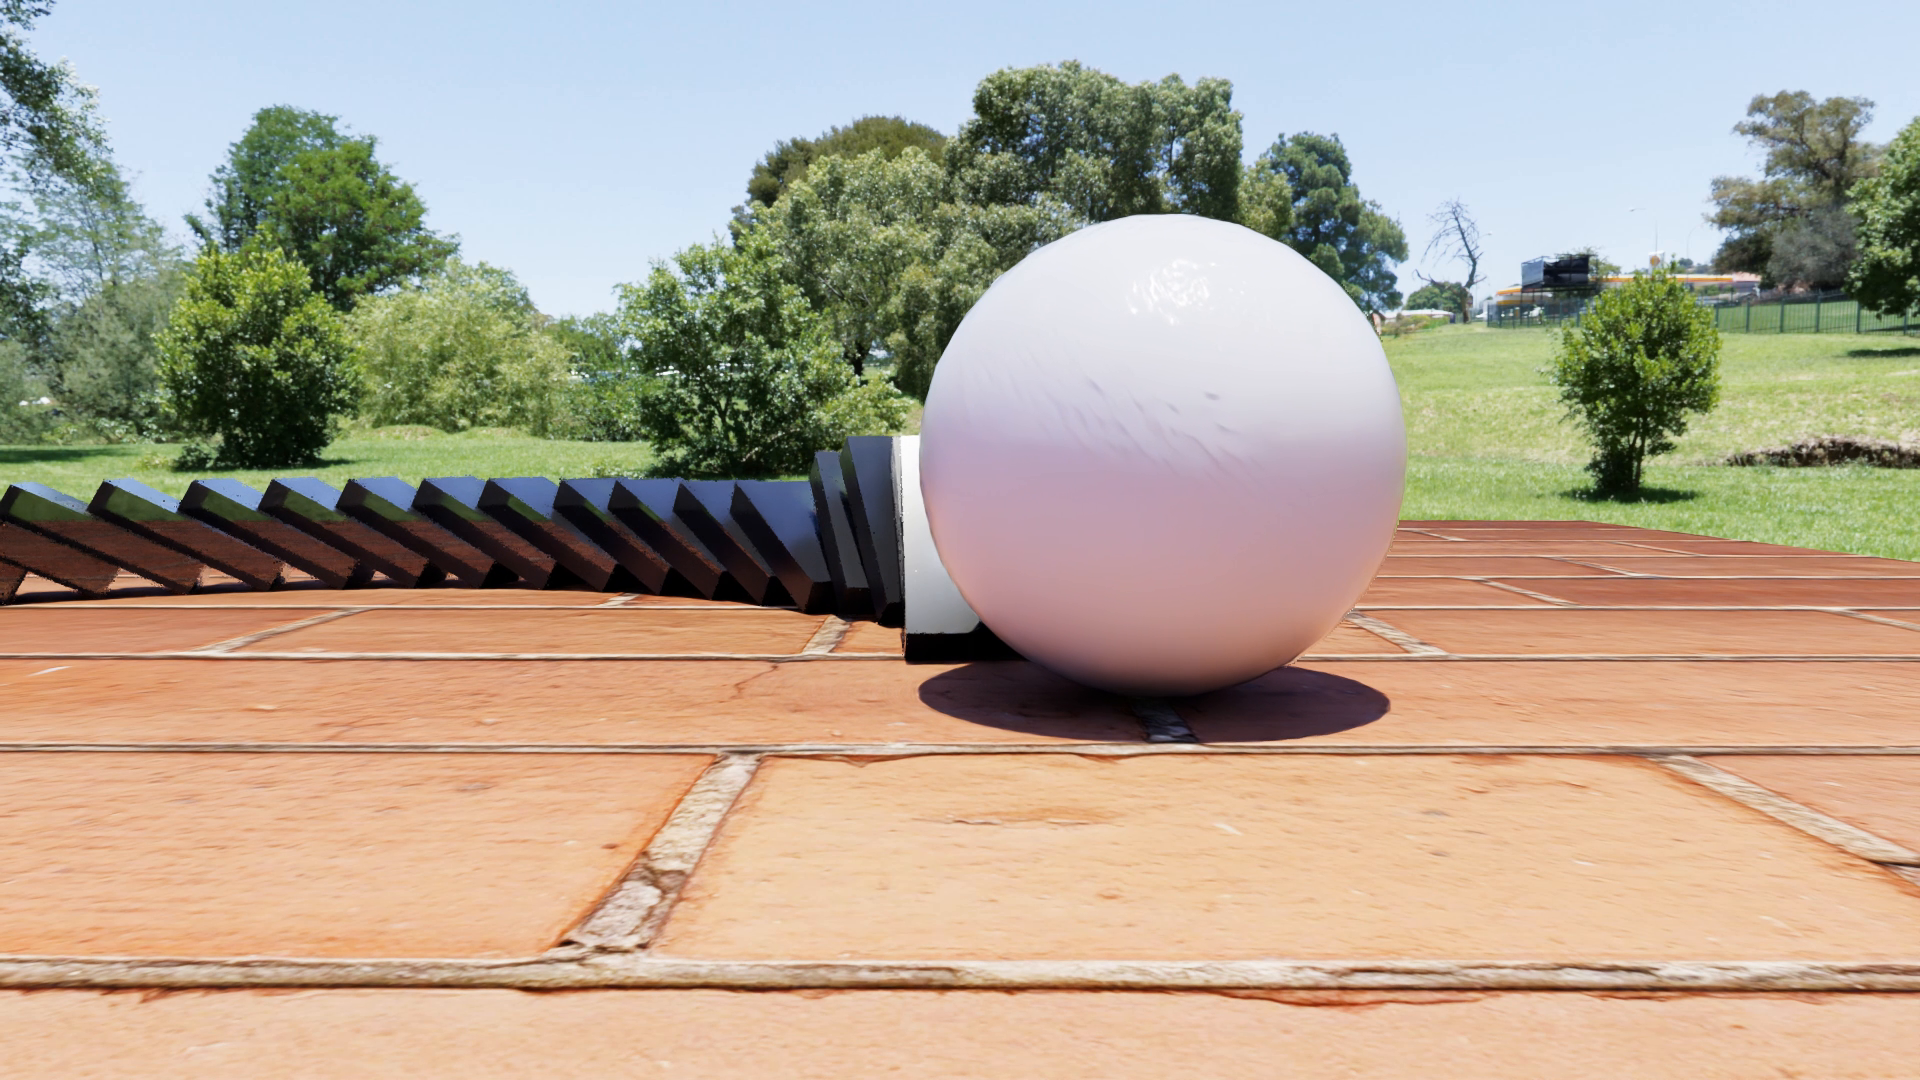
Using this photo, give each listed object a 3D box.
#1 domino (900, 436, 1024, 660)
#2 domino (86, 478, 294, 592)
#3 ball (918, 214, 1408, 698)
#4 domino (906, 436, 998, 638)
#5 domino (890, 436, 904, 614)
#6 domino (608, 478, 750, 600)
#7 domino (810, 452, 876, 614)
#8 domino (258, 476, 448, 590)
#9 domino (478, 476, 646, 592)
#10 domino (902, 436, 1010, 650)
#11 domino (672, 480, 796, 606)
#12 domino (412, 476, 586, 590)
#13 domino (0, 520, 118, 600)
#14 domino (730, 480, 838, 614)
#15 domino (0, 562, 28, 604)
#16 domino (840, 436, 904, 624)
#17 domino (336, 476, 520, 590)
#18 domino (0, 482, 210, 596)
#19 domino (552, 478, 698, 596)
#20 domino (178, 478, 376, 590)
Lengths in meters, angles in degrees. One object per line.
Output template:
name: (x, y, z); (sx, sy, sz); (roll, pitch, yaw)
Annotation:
domino: (0.001, 0.001, 0.266); (0.025, 0.050, 0.009); (0, -36, -4)
domino: (-0.221, -0.002, 0.373); (0.050, 0.009, 0.025); (29, -5, -18)
ball: (0.033, -0.014, 0.216); (0.080, 0.080, 0.080); (0, 4, 0)
domino: (0.001, -0.001, 0.291); (0.025, 0.050, 0.009); (0, -36, -4)
domino: (-0.002, -0.002, 0.304); (0.025, 0.050, 0.009); (-1, -36, -8)
domino: (-0.076, -0.001, 0.369); (0.050, 0.009, 0.025); (36, 24, 29)
domino: (-0.022, -0.002, 0.330); (0.025, 0.009, 0.050); (1, 44, -20)
domino: (-0.180, -0.003, 0.386); (0.050, 0.010, 0.025); (29, 3, -3)
domino: (-0.116, -0.002, 0.384); (0.050, 0.009, 0.025); (31, 14, 16)
domino: (0.000, 0.000, 0.278); (0.025, 0.050, 0.009); (0, -36, -4)
domino: (-0.056, 0.000, 0.357); (0.025, 0.010, 0.050); (-4, 34, -43)
domino: (-0.137, -0.003, 0.388); (0.050, 0.009, 0.025); (30, 11, 11)
domino: (-0.258, 0.000, 0.349); (0.050, 0.009, 0.025); (30, -12, -30)
domino: (-0.040, 0.001, 0.343); (0.025, 0.009, 0.050); (-3, 33, -34)
domino: (-0.274, 0.001, 0.334); (0.050, 0.009, 0.025); (32, -17, -35)
domino: (-0.012, -0.003, 0.316); (0.025, 0.050, 0.009); (-2, -35, -22)
domino: (-0.159, -0.003, 0.389); (0.050, 0.009, 0.025); (29, 7, 3)
domino: (-0.240, -0.001, 0.363); (0.050, 0.009, 0.025); (28, -7, -22)
domino: (-0.094, -0.002, 0.379); (0.050, 0.009, 0.025); (35, 21, 26)
domino: (-0.201, -0.002, 0.382); (0.050, 0.009, 0.025); (28, 1, -8)
